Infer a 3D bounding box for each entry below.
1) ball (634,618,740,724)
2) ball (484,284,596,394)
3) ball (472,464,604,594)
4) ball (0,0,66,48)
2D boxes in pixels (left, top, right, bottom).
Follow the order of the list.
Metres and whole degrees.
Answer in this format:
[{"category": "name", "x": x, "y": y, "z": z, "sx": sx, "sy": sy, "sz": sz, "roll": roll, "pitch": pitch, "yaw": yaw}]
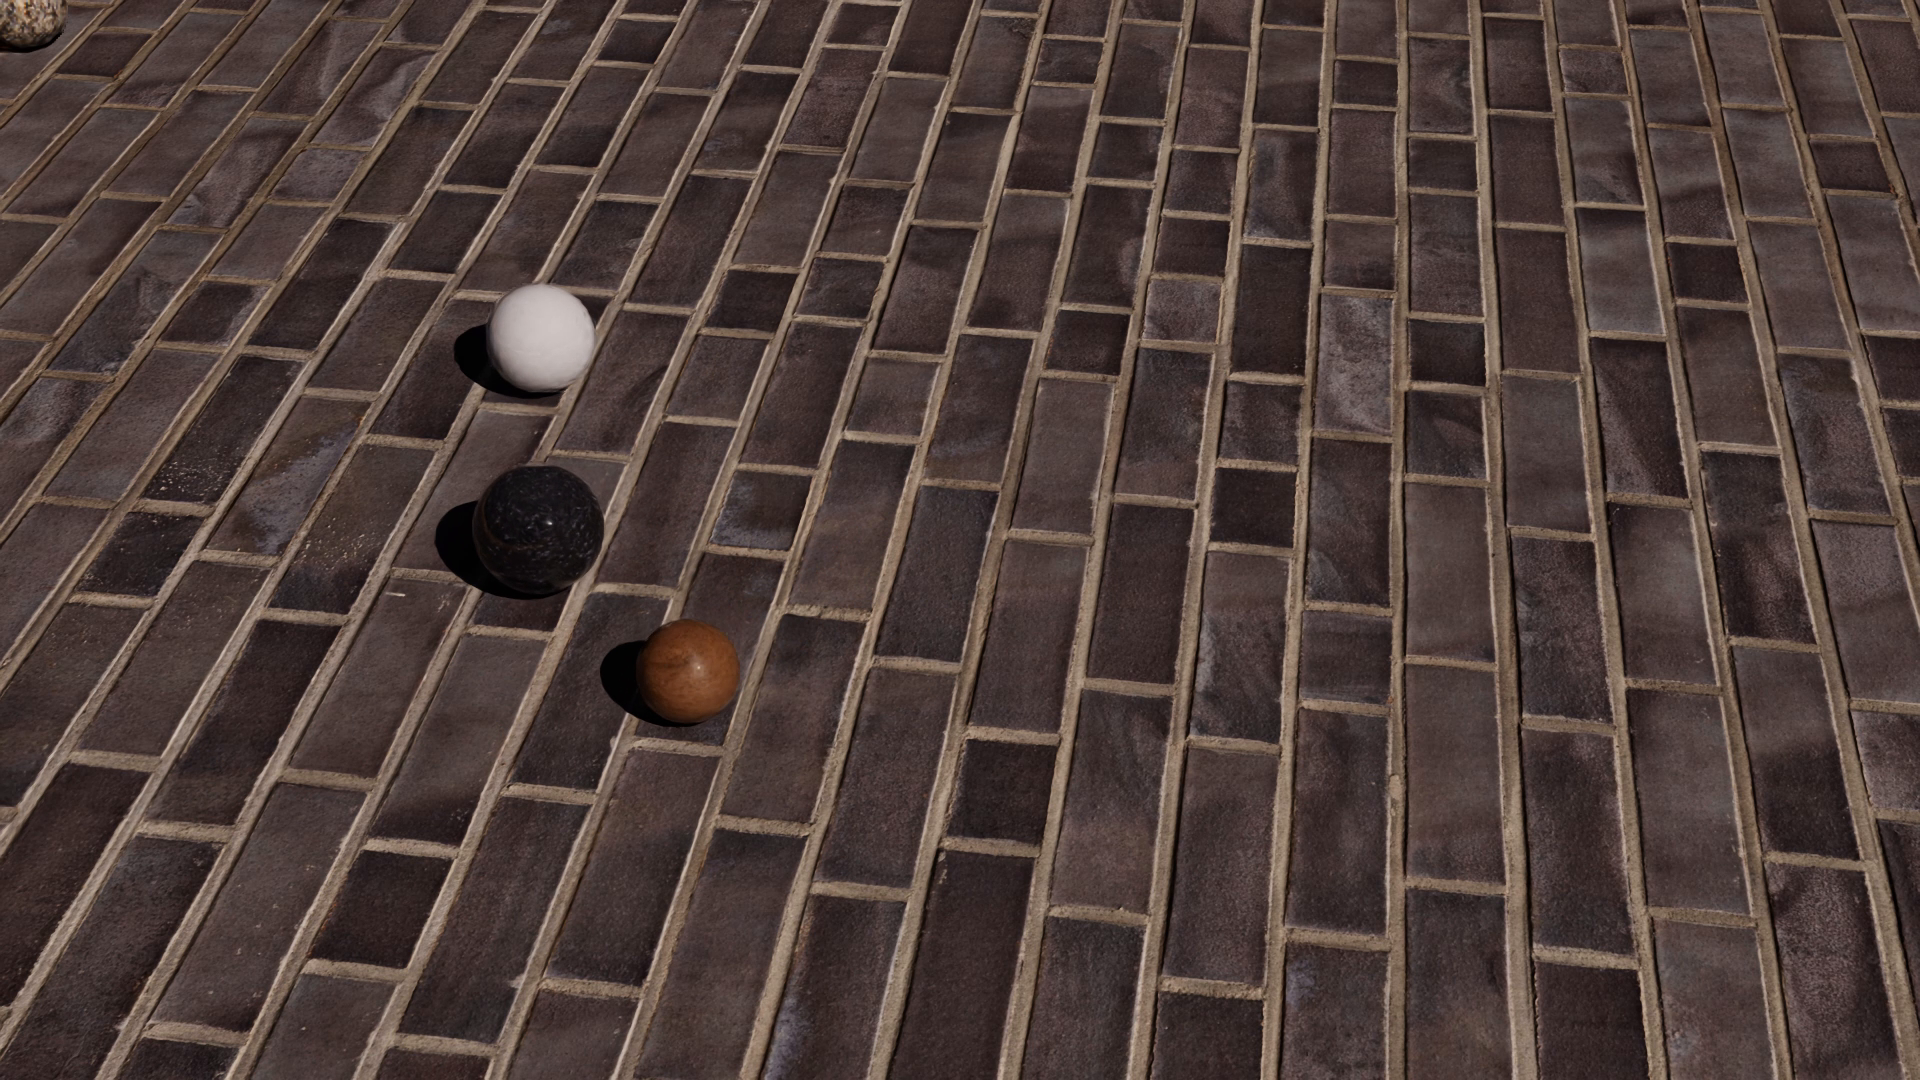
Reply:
[{"category": "ball", "x": -0.165, "y": 0.079, "z": 1.555, "sx": 0.064, "sy": 0.064, "sz": 0.064, "roll": 0, "pitch": 36, "yaw": 0}, {"category": "ball", "x": -0.303, "y": -0.146, "z": 1.853, "sx": 0.079, "sy": 0.079, "sz": 0.079, "roll": 0, "pitch": 36, "yaw": 0}, {"category": "ball", "x": -0.272, "y": -0.007, "z": 1.657, "sx": 0.085, "sy": 0.085, "sz": 0.085, "roll": 0, "pitch": 36, "yaw": 0}, {"category": "ball", "x": -0.848, "y": -0.483, "z": 2.323, "sx": 0.074, "sy": 0.074, "sz": 0.074, "roll": 0, "pitch": 36, "yaw": 0}]
